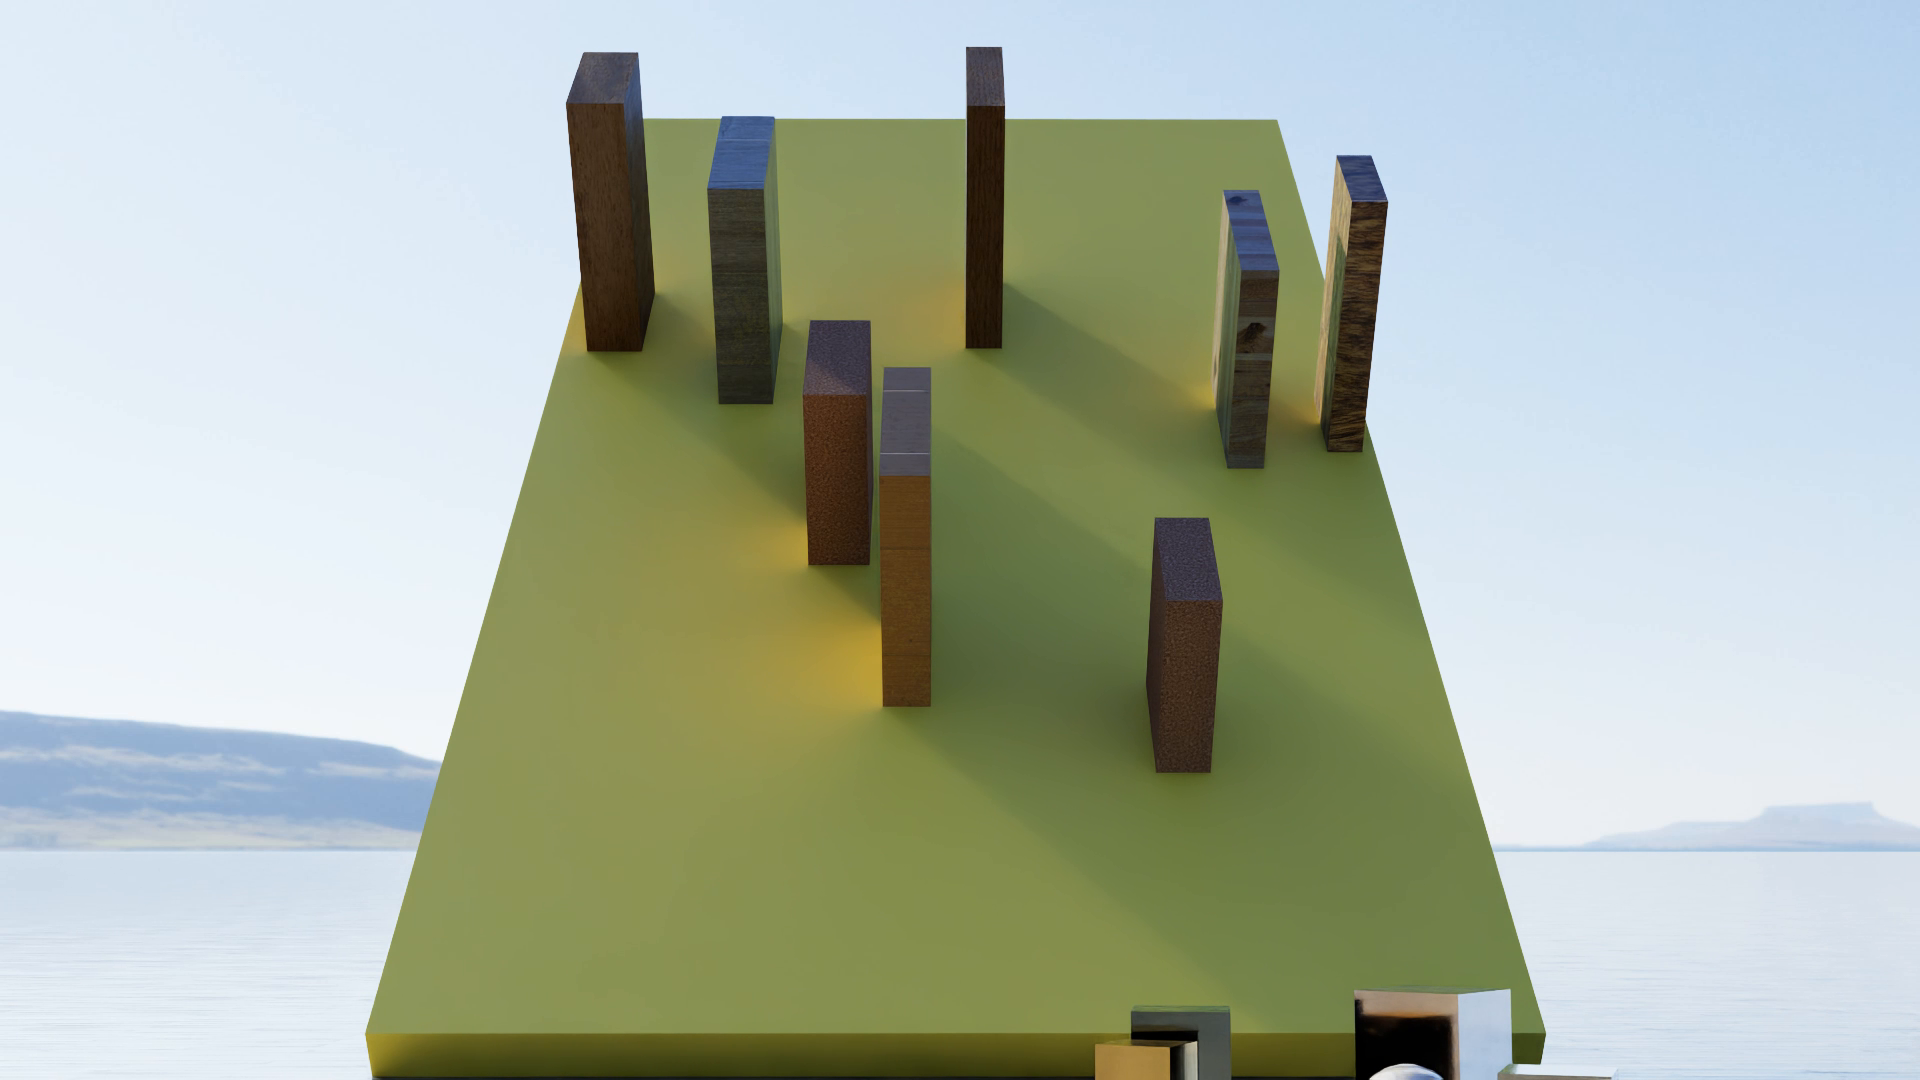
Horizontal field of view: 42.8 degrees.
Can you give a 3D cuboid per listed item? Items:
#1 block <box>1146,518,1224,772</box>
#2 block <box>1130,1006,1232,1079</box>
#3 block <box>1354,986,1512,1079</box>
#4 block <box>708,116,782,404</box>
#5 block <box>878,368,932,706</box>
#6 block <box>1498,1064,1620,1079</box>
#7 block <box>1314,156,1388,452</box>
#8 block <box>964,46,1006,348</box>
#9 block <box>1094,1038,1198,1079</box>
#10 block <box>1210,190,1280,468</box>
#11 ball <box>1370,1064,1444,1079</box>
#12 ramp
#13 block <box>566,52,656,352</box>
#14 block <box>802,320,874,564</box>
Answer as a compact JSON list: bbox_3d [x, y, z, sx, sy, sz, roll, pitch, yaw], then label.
[{"bbox_3d":[0.434,0.204,4.773,0.106,0.401,0.294,0,32,0],"label":"block"},{"bbox_3d":[0.336,0.784,3.704,0.147,0.147,0.147,-1,-7,6],"label":"block"},{"bbox_3d":[0.723,0.774,3.736,0.174,0.174,0.174,-6,-9,38],"label":"block"},{"bbox_3d":[-0.524,-0.691,6.029,0.132,0.572,0.438,0,32,0],"label":"block"},{"bbox_3d":[-0.107,-0.009,4.976,0.097,0.541,0.435,0,32,0],"label":"block"},{"bbox_3d":[0.708,0.691,2.886,0.129,0.129,0.129,-2,-7,18],"label":"block"},{"bbox_3d":[0.914,-0.551,5.746,0.082,0.646,0.260,0,32,0],"label":"block"},{"bbox_3d":[0.061,-0.872,6.239,0.093,0.658,0.394,0,32,0],"label":"block"},{"bbox_3d":[0.267,0.775,3.494,0.113,0.113,0.113,-3,-8,25],"label":"block"},{"bbox_3d":[0.669,-0.501,5.789,0.085,0.514,0.435,0,32,0],"label":"block"},{"bbox_3d":[0.542,0.700,2.961,0.130,0.130,0.130,0,-7,0],"label":"ball"},{"bbox_3d":[-0.015,-0.188,5.863,2.000,0.100,4.000,0,32,0],"label":"ramp"},{"bbox_3d":[-0.878,-0.853,6.192,0.139,0.670,0.338,0,32,0],"label":"block"},{"bbox_3d":[-0.266,-0.217,5.413,0.134,0.426,0.344,0,32,0],"label":"block"}]
